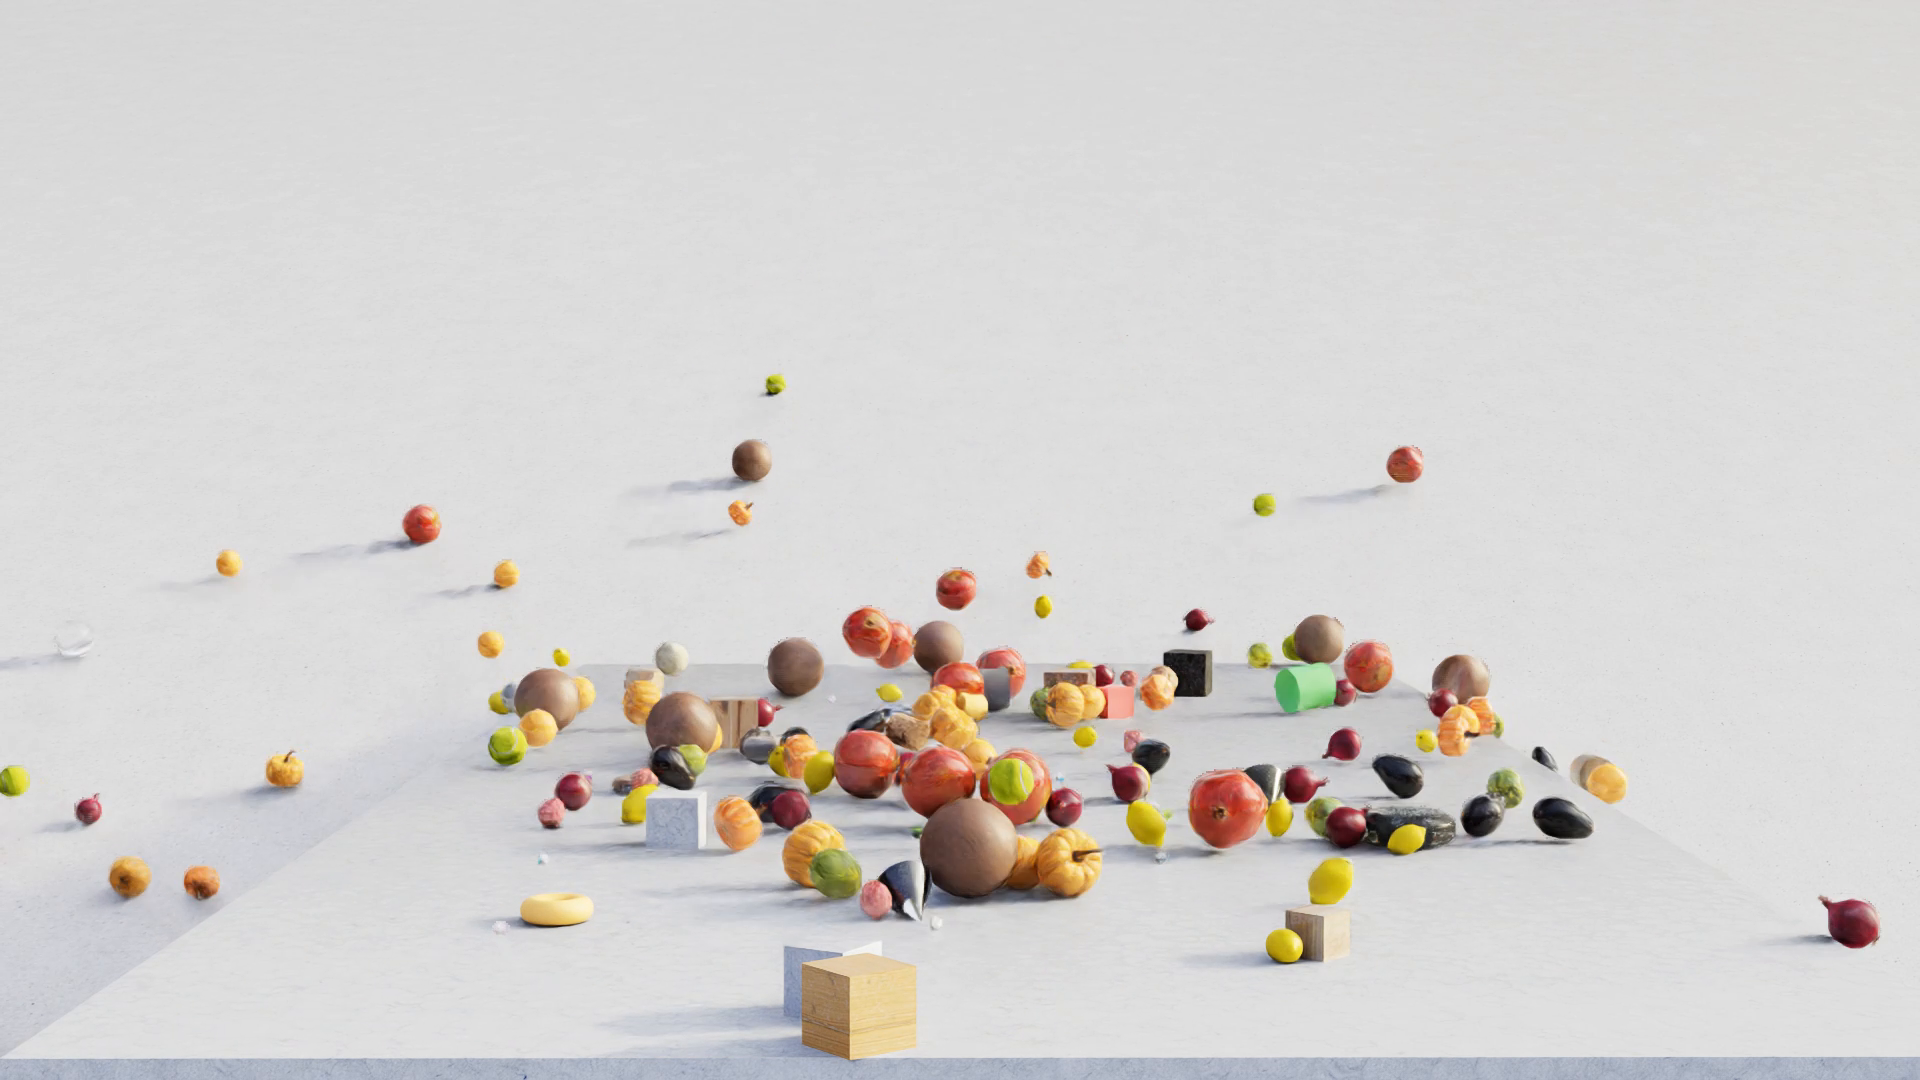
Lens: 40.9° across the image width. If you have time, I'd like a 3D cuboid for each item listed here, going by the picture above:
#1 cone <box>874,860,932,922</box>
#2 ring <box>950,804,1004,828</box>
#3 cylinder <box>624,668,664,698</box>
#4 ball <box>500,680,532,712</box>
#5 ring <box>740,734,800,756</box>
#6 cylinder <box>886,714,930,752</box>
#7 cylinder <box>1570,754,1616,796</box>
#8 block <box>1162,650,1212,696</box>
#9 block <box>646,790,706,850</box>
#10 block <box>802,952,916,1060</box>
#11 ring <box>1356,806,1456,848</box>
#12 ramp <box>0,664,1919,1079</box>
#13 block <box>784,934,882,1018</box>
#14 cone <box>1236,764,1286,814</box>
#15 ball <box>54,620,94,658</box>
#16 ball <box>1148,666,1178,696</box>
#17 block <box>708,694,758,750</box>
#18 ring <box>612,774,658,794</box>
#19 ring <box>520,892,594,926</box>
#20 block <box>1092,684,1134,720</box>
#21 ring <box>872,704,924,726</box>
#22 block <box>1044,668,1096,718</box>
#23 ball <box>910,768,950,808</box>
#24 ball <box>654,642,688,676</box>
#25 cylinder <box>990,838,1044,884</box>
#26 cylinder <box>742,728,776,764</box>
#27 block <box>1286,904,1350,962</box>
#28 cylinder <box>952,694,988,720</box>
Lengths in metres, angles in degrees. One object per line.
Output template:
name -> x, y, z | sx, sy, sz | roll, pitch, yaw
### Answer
cone -> -0.061, 0.458, 3.241 | 0.076, 0.076, 0.076 | -7, 31, -16
ring -> 0.027, 0.426, 3.963 | 0.086, 0.029, 0.086 | -1, 3, 0
cylinder -> -0.703, 0.318, 5.722 | 0.065, 0.065, 0.065 | 5, 23, 18
ball -> -0.944, 0.332, 5.476 | 0.067, 0.067, 0.067 | 0, 22, 0
ring -> -0.355, 0.381, 4.776 | 0.112, 0.037, 0.112 | -1, -1, 0
cylinder -> -0.099, 0.360, 4.828 | 0.059, 0.059, 0.059 | -18, 23, -38
cylinder -> 1.147, 0.425, 4.663 | 0.069, 0.069, 0.069 | -1, 1, -2
block -> 0.515, 0.300, 5.812 | 0.097, 0.097, 0.097 | 1, 3, 15
block -> -0.416, 0.411, 3.771 | 0.077, 0.077, 0.077 | 0, 3, 3
block -> -0.101, 0.466, 2.578 | 0.082, 0.082, 0.082 | -2, 4, -38
ring -> 0.657, 0.423, 3.790 | 0.147, 0.049, 0.147 | 0, 1, 0
ramp -> 0.051, 0.462, 4.533 | 2.000, 0.100, 4.000 | 0, 3, 0
block -> -0.134, 0.463, 2.718 | 0.075, 0.075, 0.075 | 2, 3, 31
cone -> 0.487, 0.414, 4.096 | 0.083, 0.083, 0.083 | -2, 30, -5
ball -> -2.334, 0.260, 6.780 | 0.099, 0.099, 0.099 | 0, 22, 0
ball -> 0.453, 0.315, 5.745 | 0.067, 0.067, 0.067 | 0, 22, 0
block -> -0.434, 0.347, 4.915 | 0.091, 0.091, 0.091 | 0, 3, -9
ring -> -0.545, 0.410, 4.316 | 0.075, 0.025, 0.075 | 0, 4, 0
ring -> -0.504, 0.461, 3.215 | 0.092, 0.031, 0.092 | -1, 1, 0
block -> 0.318, 0.339, 5.379 | 0.062, 0.062, 0.062 | -2, 3, -32
ring -> -0.126, 0.358, 5.260 | 0.108, 0.036, 0.108 | 0, 3, 0
block -> 0.231, 0.321, 5.409 | 0.094, 0.094, 0.094 | 1, 3, 14
ball -> -0.048, 0.399, 4.138 | 0.065, 0.065, 0.065 | 0, 22, 0
ball -> -0.700, 0.288, 6.238 | 0.081, 0.081, 0.081 | 0, 22, 0
cylinder -> 0.078, 0.436, 3.495 | 0.054, 0.054, 0.054 | -11, 7, -26
cylinder -> -0.365, 0.375, 4.682 | 0.060, 0.060, 0.060 | -3, 3, -8
block -> 0.418, 0.459, 3.006 | 0.054, 0.054, 0.054 | 2, 4, 42
cylinder -> 0.021, 0.344, 5.308 | 0.052, 0.052, 0.052 | 6, 16, -31
